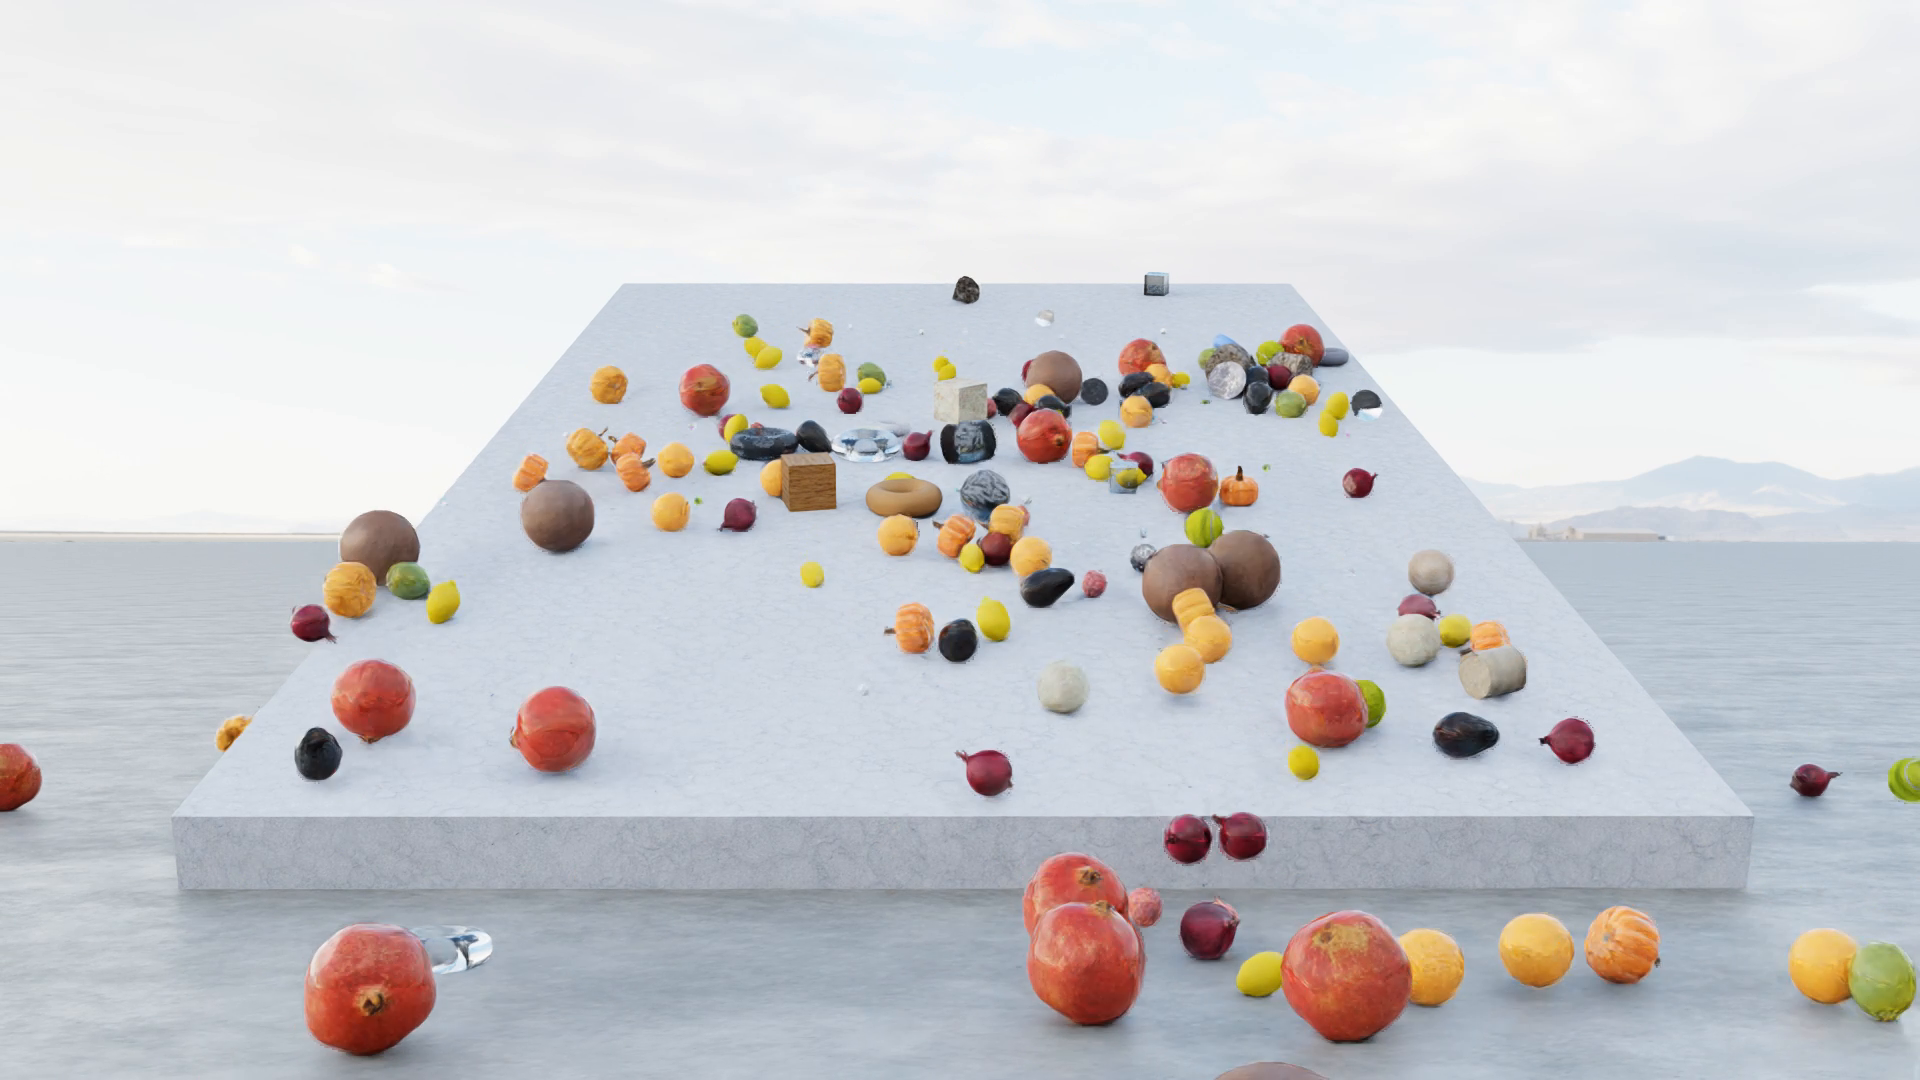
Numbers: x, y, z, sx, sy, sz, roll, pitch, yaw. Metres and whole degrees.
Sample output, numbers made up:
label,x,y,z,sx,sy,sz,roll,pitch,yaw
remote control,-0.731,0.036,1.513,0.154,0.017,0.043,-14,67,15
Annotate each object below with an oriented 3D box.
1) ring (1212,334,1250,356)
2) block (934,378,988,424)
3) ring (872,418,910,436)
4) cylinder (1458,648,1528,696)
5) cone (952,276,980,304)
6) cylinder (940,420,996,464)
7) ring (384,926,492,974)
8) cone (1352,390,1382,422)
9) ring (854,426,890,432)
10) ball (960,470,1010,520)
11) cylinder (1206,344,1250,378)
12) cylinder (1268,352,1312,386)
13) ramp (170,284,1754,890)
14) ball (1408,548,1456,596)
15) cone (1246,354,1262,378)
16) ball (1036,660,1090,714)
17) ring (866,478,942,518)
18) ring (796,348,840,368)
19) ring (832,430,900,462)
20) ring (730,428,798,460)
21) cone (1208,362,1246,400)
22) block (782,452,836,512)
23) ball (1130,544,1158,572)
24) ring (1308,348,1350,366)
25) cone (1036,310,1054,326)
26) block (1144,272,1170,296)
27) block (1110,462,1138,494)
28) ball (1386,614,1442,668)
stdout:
label,x,y,z,sx,sy,sz,roll,pitch,yaw
ring,0.668,-0.460,5.422,0.116,0.039,0.116,40,1,-1
block,0.001,-0.308,4.894,0.084,0.084,0.084,-14,21,-39
ring,-0.150,-0.242,4.769,0.086,0.029,0.086,1,15,0
cylinder,0.773,0.192,3.208,0.069,0.069,0.069,1,0,-28
cone,0.000,-0.703,6.335,0.083,0.083,0.083,0,-15,-36
cylinder,0.017,-0.200,4.527,0.083,0.083,0.083,-9,5,-29
ring,-0.545,0.427,2.309,0.111,0.037,0.111,-1,0,0
cone,0.895,-0.292,4.935,0.072,0.072,0.072,0,-11,-11
ring,-0.191,-0.220,4.689,0.093,0.031,0.093,1,15,0
ball,0.047,-0.083,4.107,0.093,0.093,0.093,0,0,0
cylinder,0.634,-0.410,5.230,0.094,0.094,0.094,0,16,16
cylinder,0.785,-0.405,5.248,0.075,0.075,0.075,7,4,38
ramp,-0.002,-0.163,4.726,2.000,0.100,4.000,0,16,0
ball,0.782,0.053,3.671,0.078,0.078,0.078,0,0,0
cone,0.704,-0.424,5.349,0.053,0.053,0.053,0,16,0
ball,0.146,0.209,3.137,0.076,0.076,0.076,0,0,0
ring,-0.106,-0.079,4.173,0.146,0.049,0.146,-1,17,0
ring,-0.352,-0.453,5.478,0.108,0.036,0.108,1,16,0
ring,-0.195,-0.196,4.577,0.143,0.048,0.143,1,15,0
ring,-0.407,-0.200,4.591,0.143,0.048,0.143,0,15,0
cone,0.635,-0.360,5.153,0.090,0.090,0.090,0,-12,23
block,-0.288,-0.111,4.207,0.090,0.090,0.090,-4,17,-13
ball,0.316,0.031,3.794,0.050,0.050,0.050,0,0,0
ring,0.915,-0.455,5.493,0.103,0.034,0.103,-1,15,0
cone,0.239,-0.594,5.988,0.050,0.050,0.050,0,-11,19
block,0.573,-0.746,6.444,0.060,0.060,0.060,6,17,19
block,0.320,-0.121,4.313,0.052,0.052,0.052,2,16,6
ball,0.684,0.151,3.328,0.081,0.081,0.081,0,0,0
